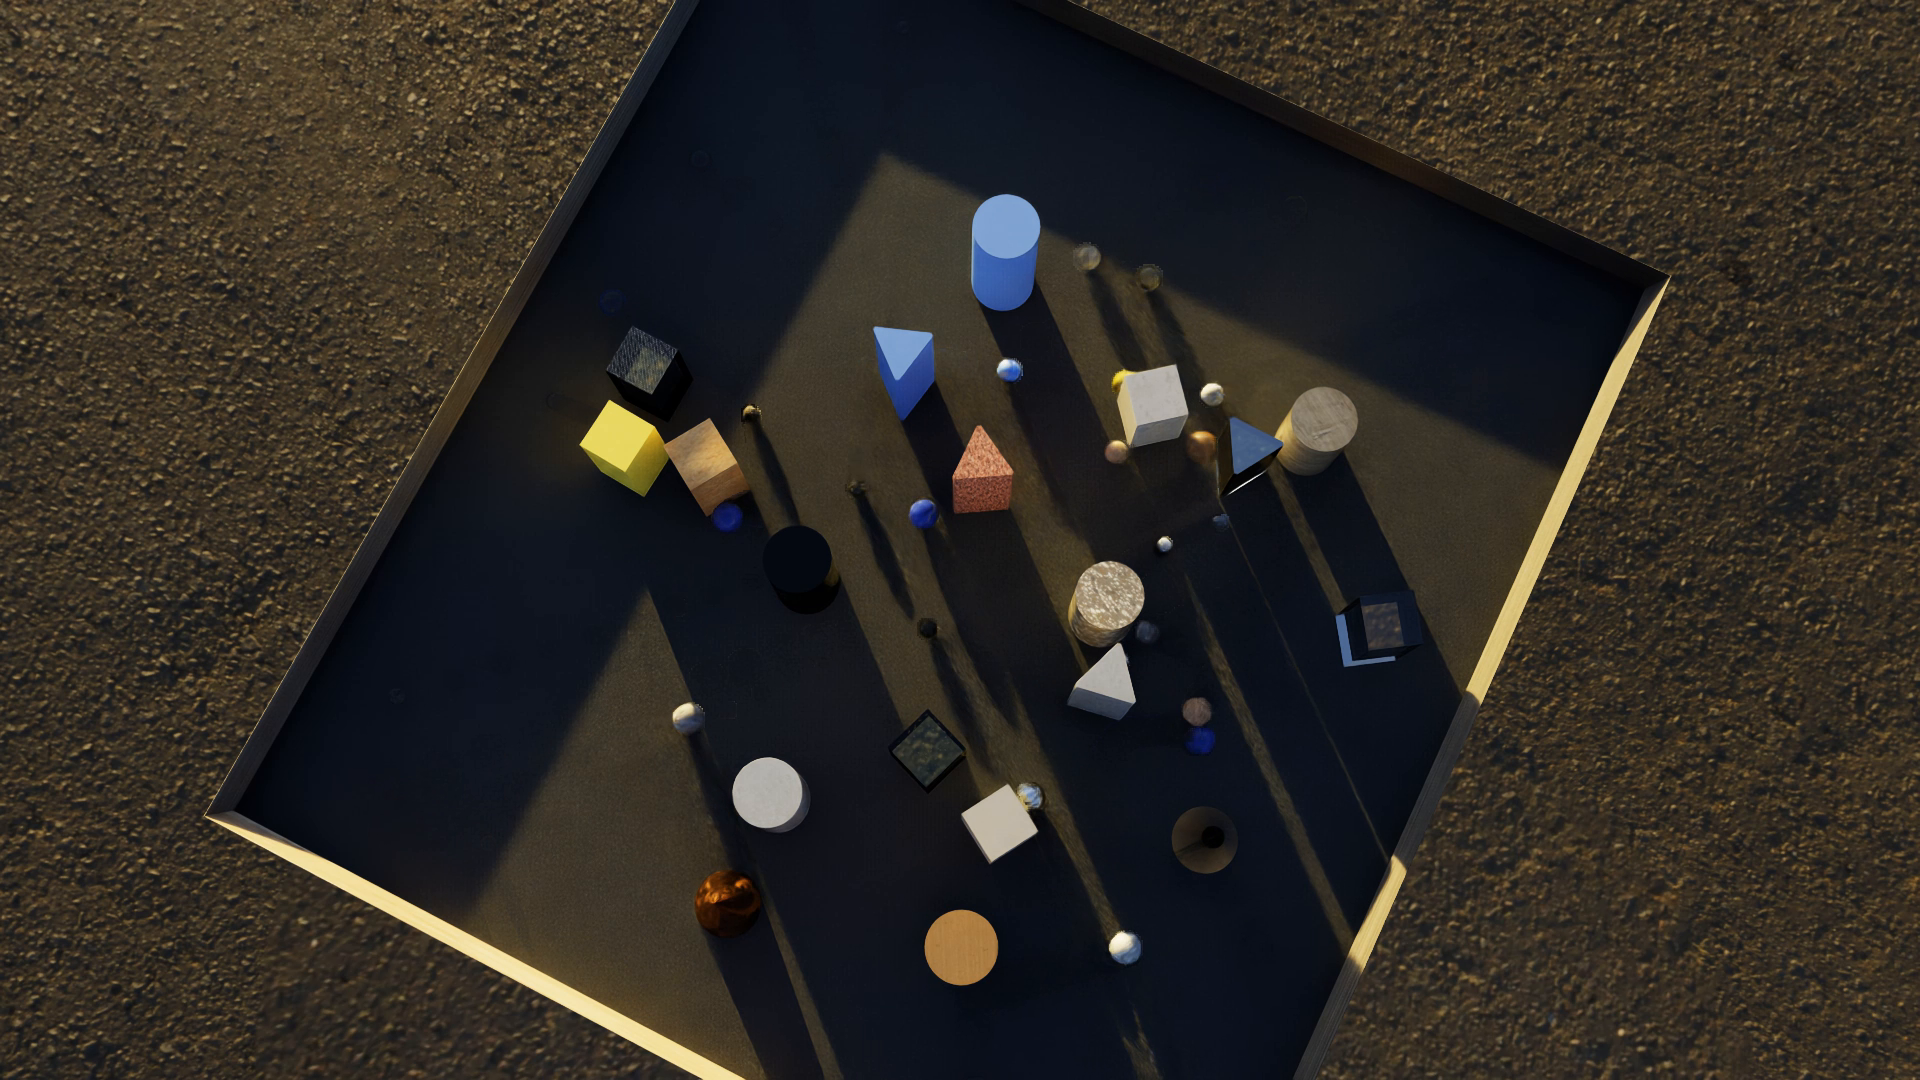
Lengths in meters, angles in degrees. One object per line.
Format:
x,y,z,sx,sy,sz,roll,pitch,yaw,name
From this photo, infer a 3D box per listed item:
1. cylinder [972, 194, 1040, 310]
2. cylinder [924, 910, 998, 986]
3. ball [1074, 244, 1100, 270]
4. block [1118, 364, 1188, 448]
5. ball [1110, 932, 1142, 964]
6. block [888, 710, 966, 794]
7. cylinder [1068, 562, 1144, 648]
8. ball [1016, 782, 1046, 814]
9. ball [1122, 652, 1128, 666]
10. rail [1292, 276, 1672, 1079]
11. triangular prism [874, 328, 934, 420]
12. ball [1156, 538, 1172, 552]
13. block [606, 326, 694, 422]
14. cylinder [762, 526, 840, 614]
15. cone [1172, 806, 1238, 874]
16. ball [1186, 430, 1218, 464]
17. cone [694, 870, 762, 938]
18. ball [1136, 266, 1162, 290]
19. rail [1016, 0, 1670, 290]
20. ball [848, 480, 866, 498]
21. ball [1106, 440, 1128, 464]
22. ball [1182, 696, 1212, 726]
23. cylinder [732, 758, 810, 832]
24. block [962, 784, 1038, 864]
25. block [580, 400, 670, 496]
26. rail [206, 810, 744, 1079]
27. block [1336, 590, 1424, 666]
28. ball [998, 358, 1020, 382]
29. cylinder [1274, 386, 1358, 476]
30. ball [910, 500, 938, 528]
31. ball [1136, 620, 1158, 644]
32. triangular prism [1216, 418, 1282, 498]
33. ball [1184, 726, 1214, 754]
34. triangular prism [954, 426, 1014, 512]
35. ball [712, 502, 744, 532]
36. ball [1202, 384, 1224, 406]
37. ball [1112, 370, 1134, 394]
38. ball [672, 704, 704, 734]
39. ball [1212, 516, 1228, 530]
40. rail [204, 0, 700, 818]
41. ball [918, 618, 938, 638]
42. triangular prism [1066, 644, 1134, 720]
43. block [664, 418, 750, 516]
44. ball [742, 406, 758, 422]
0.135,-0.865,5.557,0.197,0.468,0.197,0,78,0,cylinder
0.004,1.138,5.134,0.197,0.485,0.197,0,78,0,cylinder
0.401,-0.888,5.759,0.081,0.081,0.081,0,78,0,ball
0.583,-0.403,5.563,0.158,0.269,0.158,-12,79,-3,block
0.481,1.186,5.323,0.094,0.094,0.094,0,78,0,ball
-0.094,0.619,5.342,0.158,0.287,0.158,-43,82,-8,block
0.427,0.193,5.397,0.197,0.351,0.197,0,78,0,cylinder
0.209,0.763,5.411,0.094,0.094,0.094,0,78,0,ball
0.479,0.363,5.513,0.055,0.055,0.055,0,78,0,ball
1.406,0.695,5.406,0.045,0.128,3.442,26,80,5,rail
-0.189,-0.525,5.501,0.148,0.440,0.171,36,81,7,triangular prism
0.622,0.015,5.591,0.044,0.044,0.044,0,78,0,ball
-0.939,-0.500,5.562,0.158,0.309,0.158,28,80,5,block
-0.465,0.092,5.409,0.197,0.369,0.197,0,78,0,cylinder
0.726,0.859,5.287,0.197,0.297,0.197,0,78,0,cone
0.741,-0.285,5.615,0.099,0.099,0.099,0,78,0,ball
-0.684,1.040,5.245,0.197,0.306,0.197,0,78,0,cone
0.593,-0.820,5.747,0.078,0.078,0.078,0,78,0,ball
0.759,-1.480,5.856,3.191,0.128,0.045,26,80,5,rail
-0.316,-0.159,5.621,0.057,0.057,0.057,0,78,0,ball
0.483,-0.269,5.636,0.071,0.071,0.071,0,78,0,ball
0.708,0.511,5.467,0.087,0.087,0.087,0,78,0,ball
-0.543,0.743,5.310,0.197,0.299,0.197,0,78,0,cylinder
0.113,0.824,5.297,0.158,0.291,0.158,-32,80,-6,block
-1.000,-0.271,5.506,0.158,0.327,0.158,30,80,6,block
-0.759,1.493,5.241,3.191,0.128,0.045,26,80,5,rail
1.228,0.262,5.387,0.158,0.344,0.158,-7,78,-1,block
0.152,-0.526,5.689,0.072,0.072,0.072,0,78,0,ball
1.070,-0.325,5.530,0.197,0.301,0.197,0,78,0,cylinder
-0.109,-0.080,5.587,0.089,0.089,0.089,0,78,0,ball
0.565,0.278,5.525,0.068,0.068,0.068,0,78,0,ball
0.834,-0.266,5.510,0.171,0.317,0.148,-32,80,-6,triangular prism
0.710,0.595,5.450,0.085,0.085,0.085,0,78,0,ball
0.060,-0.209,5.430,0.171,0.450,0.148,-5,78,-1,triangular prism
-0.707,-0.071,5.584,0.092,0.092,0.092,0,78,0,ball
0.782,-0.450,5.674,0.071,0.071,0.071,0,78,0,ball
0.511,-0.486,5.677,0.079,0.079,0.079,0,78,0,ball
-0.811,0.534,5.459,0.092,0.092,0.092,0,78,0,ball
0.795,-0.054,5.605,0.044,0.044,0.044,0,78,0,ball
-1.406,-0.682,5.691,0.045,0.128,3.442,26,80,5,rail
-0.097,0.267,5.530,0.060,0.060,0.060,0,78,0,ball
0.424,0.402,5.307,0.171,0.444,0.148,16,79,3,triangular prism
-0.753,-0.213,5.481,0.158,0.351,0.158,-31,80,-6,block
-0.649,-0.390,5.672,0.050,0.050,0.050,0,78,0,ball
